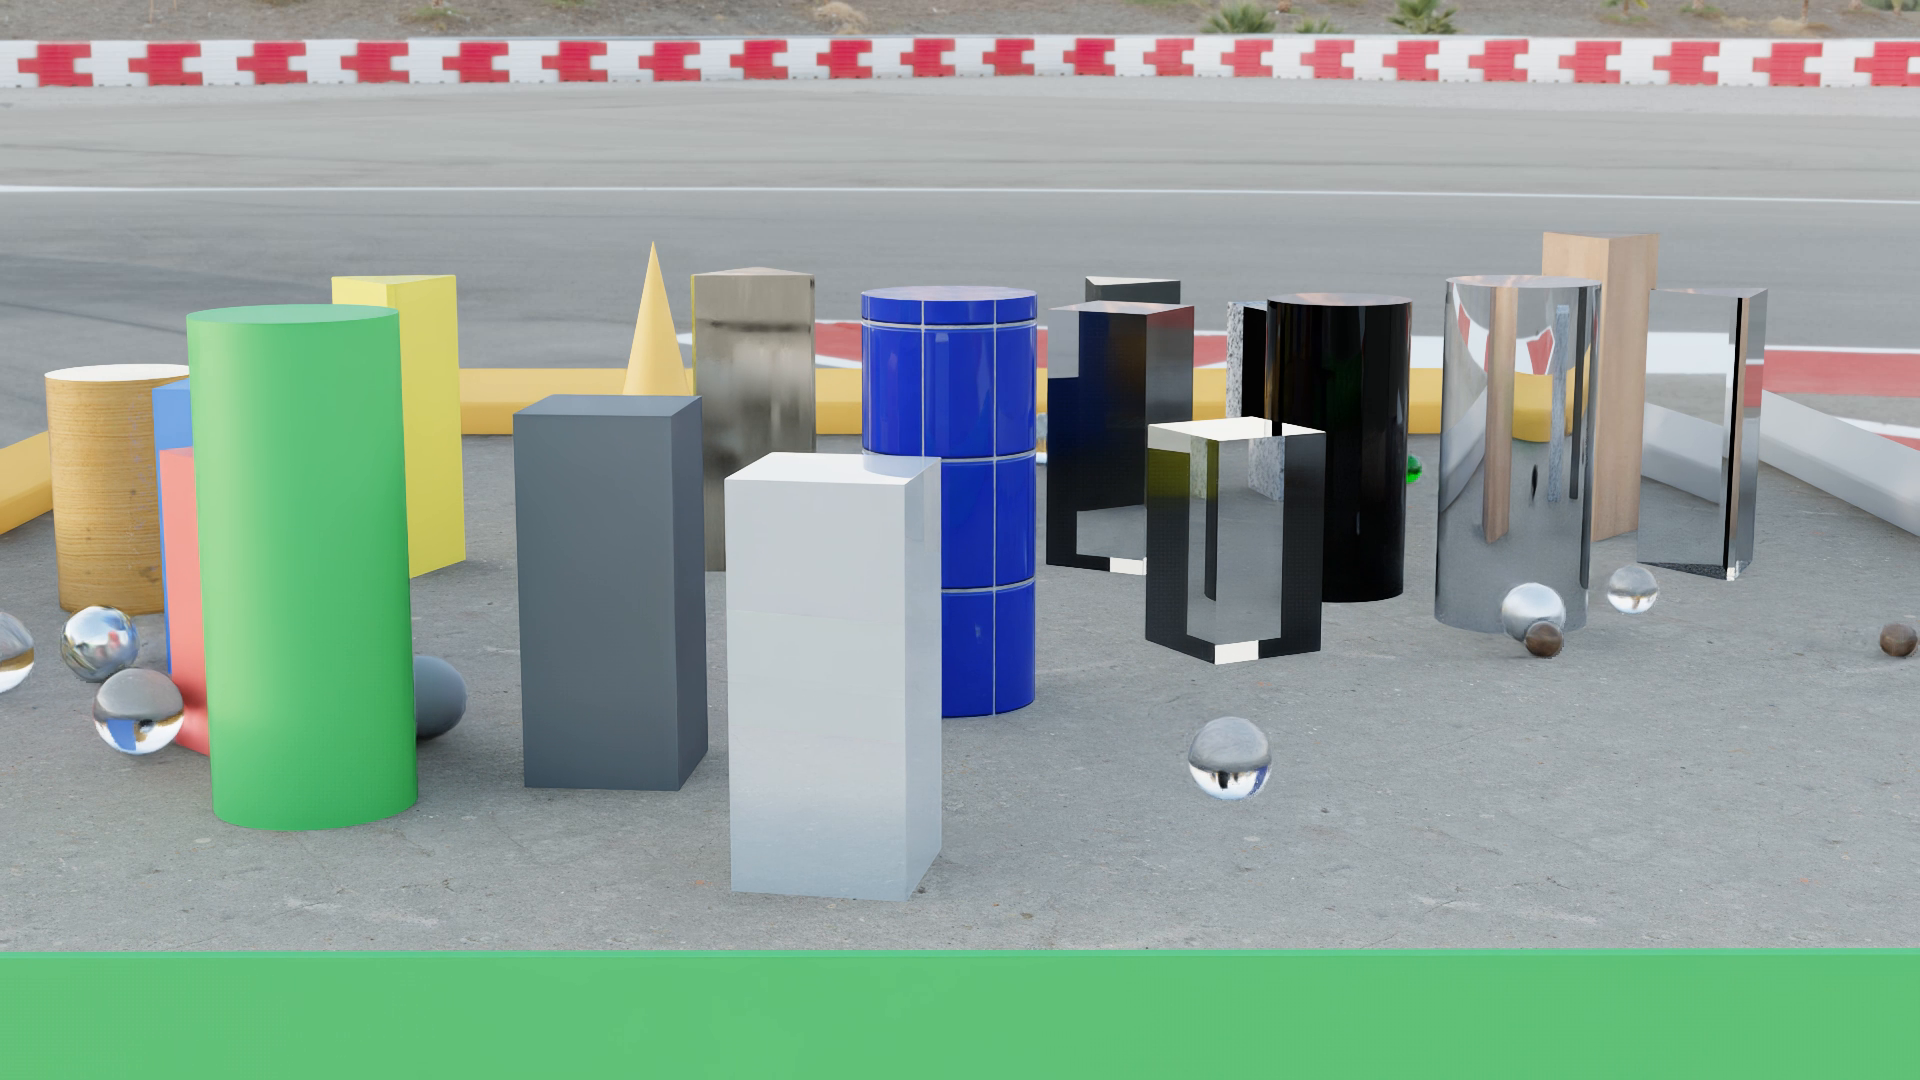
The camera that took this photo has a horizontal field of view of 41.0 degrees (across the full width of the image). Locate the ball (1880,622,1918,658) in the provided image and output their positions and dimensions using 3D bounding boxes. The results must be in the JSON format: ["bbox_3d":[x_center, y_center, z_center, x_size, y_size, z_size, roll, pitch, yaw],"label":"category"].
[{"bbox_3d":[1.169,0.124,3.198,0.044,0.044,0.044,0,10,0],"label":"ball"}]

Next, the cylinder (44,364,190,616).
[{"bbox_3d":[-1.136,-0.072,3.507,0.200,0.317,0.200,0,10,0],"label":"cylinder"}]

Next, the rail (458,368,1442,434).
[{"bbox_3d":[-0.010,-0.274,5.113,3.018,0.130,0.045,0,10,0],"label":"rail"}]

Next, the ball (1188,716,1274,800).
[{"bbox_3d":[0.272,0.219,2.573,0.085,0.085,0.085,0,10,0],"label":"ball"}]

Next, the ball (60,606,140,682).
[{"bbox_3d":[-1.030,0.124,3.072,0.091,0.091,0.091,0,10,0],"label":"ball"}]

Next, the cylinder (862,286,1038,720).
[{"bbox_3d":[-0.012,-0.048,2.951,0.200,0.472,0.200,0,10,0],"label":"cylinder"}]

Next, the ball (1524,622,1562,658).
[{"bbox_3d":[0.727,0.124,3.197,0.045,0.045,0.045,0,10,0],"label":"ball"}]

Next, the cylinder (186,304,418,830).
[{"bbox_3d":[-0.645,0.021,2.529,0.200,0.490,0.200,0,10,0],"label":"cylinder"}]

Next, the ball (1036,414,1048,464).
[{"bbox_3d":[0.156,-0.189,4.760,0.093,0.093,0.093,0,10,0],"label":"ball"}]

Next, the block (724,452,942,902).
[{"bbox_3d":[-0.111,0.119,2.322,0.160,0.373,0.160,2,11,11],"label":"block"}]

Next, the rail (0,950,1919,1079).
[{"bbox_3d":[0.010,0.341,1.785,3.018,0.130,0.045,0,10,0],"label":"rail"}]

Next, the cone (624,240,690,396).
[{"bbox_3d":[-0.486,-0.252,4.106,0.200,0.454,0.200,0,10,0],"label":"cone"}]

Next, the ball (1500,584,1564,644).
[{"bbox_3d":[0.729,0.094,3.268,0.078,0.078,0.078,0,10,0],"label":"ball"}]

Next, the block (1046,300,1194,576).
[{"bbox_3d":[0.237,-0.155,3.789,0.160,0.378,0.160,6,12,30],"label":"block"}]

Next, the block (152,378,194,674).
[{"bbox_3d":[-0.873,-0.022,3.153,0.160,0.348,0.160,1,11,6],"label":"block"}]

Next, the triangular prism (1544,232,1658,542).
[{"bbox_3d":[0.981,-0.248,4.050,0.150,0.468,0.173,9,14,41],"label":"triangular prism"}]

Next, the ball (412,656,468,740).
[{"bbox_3d":[-0.586,0.173,2.809,0.090,0.090,0.090,0,10,0],"label":"ball"}]

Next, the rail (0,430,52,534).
[{"bbox_3d":[-1.485,0.035,3.440,0.045,0.130,3.432,0,10,0],"label":"rail"}]

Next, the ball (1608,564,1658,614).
[{"bbox_3d":[0.904,0.067,3.449,0.066,0.066,0.066,0,10,0],"label":"ball"}]

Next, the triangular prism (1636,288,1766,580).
[{"bbox_3d":[1.117,-0.161,3.751,0.150,0.405,0.173,-7,13,-34],"label":"triangular prism"}]

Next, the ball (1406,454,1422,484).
[{"bbox_3d":[0.790,-0.126,4.534,0.051,0.051,0.051,0,10,0],"label":"ball"}]

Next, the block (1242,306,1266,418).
[{"bbox_3d":[0.556,-0.195,4.095,0.160,0.347,0.160,-4,11,-19],"label":"block"}]

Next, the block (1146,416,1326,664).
[{"bbox_3d":[0.346,-0.003,3.242,0.160,0.279,0.160,-6,12,-28],"label":"block"}]

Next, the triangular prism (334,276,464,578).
[{"bbox_3d":[-0.799,-0.171,3.754,0.150,0.424,0.173,-9,14,-39],"label":"triangular prism"}]

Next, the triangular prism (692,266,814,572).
[{"bbox_3d":[-0.299,-0.181,3.783,0.173,0.431,0.150,0,10,-2],"label":"triangular prism"}]

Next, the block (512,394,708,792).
[{"bbox_3d":[-0.358,0.051,2.659,0.160,0.385,0.160,1,11,5],"label":"block"}]

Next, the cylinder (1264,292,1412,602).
[{"bbox_3d":[0.525,-0.133,3.586,0.200,0.408,0.200,0,10,0],"label":"cylinder"}]

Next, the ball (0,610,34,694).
[{"bbox_3d":[-1.137,0.132,3.005,0.100,0.100,0.100,0,10,0],"label":"ball"}]

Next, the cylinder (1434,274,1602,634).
[{"bbox_3d":[0.734,-0.116,3.381,0.200,0.450,0.200,0,10,0],"label":"cylinder"}]

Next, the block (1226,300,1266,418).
[{"bbox_3d":[0.565,-0.250,4.468,0.160,0.319,0.160,-2,11,-12],"label":"block"}]

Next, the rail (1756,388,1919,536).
[{"bbox_3d":[1.485,0.032,3.457,0.045,0.130,3.432,0,10,0],"label":"rail"}]

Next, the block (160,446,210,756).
[{"bbox_3d":[-0.741,0.063,2.763,0.160,0.322,0.160,-10,14,-43],"label":"block"}]

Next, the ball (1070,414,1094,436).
[{"bbox_3d":[0.242,-0.228,5.097,0.048,0.048,0.048,0,10,0],"label":"ball"}]

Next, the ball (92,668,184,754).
[{"bbox_3d":[-0.879,0.183,2.745,0.093,0.093,0.093,0,10,0],"label":"ball"}]

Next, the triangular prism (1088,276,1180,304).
[{"bbox_3d":[0.259,-0.259,4.377,0.173,0.370,0.150,-7,12,-32],"label":"triangular prism"}]
